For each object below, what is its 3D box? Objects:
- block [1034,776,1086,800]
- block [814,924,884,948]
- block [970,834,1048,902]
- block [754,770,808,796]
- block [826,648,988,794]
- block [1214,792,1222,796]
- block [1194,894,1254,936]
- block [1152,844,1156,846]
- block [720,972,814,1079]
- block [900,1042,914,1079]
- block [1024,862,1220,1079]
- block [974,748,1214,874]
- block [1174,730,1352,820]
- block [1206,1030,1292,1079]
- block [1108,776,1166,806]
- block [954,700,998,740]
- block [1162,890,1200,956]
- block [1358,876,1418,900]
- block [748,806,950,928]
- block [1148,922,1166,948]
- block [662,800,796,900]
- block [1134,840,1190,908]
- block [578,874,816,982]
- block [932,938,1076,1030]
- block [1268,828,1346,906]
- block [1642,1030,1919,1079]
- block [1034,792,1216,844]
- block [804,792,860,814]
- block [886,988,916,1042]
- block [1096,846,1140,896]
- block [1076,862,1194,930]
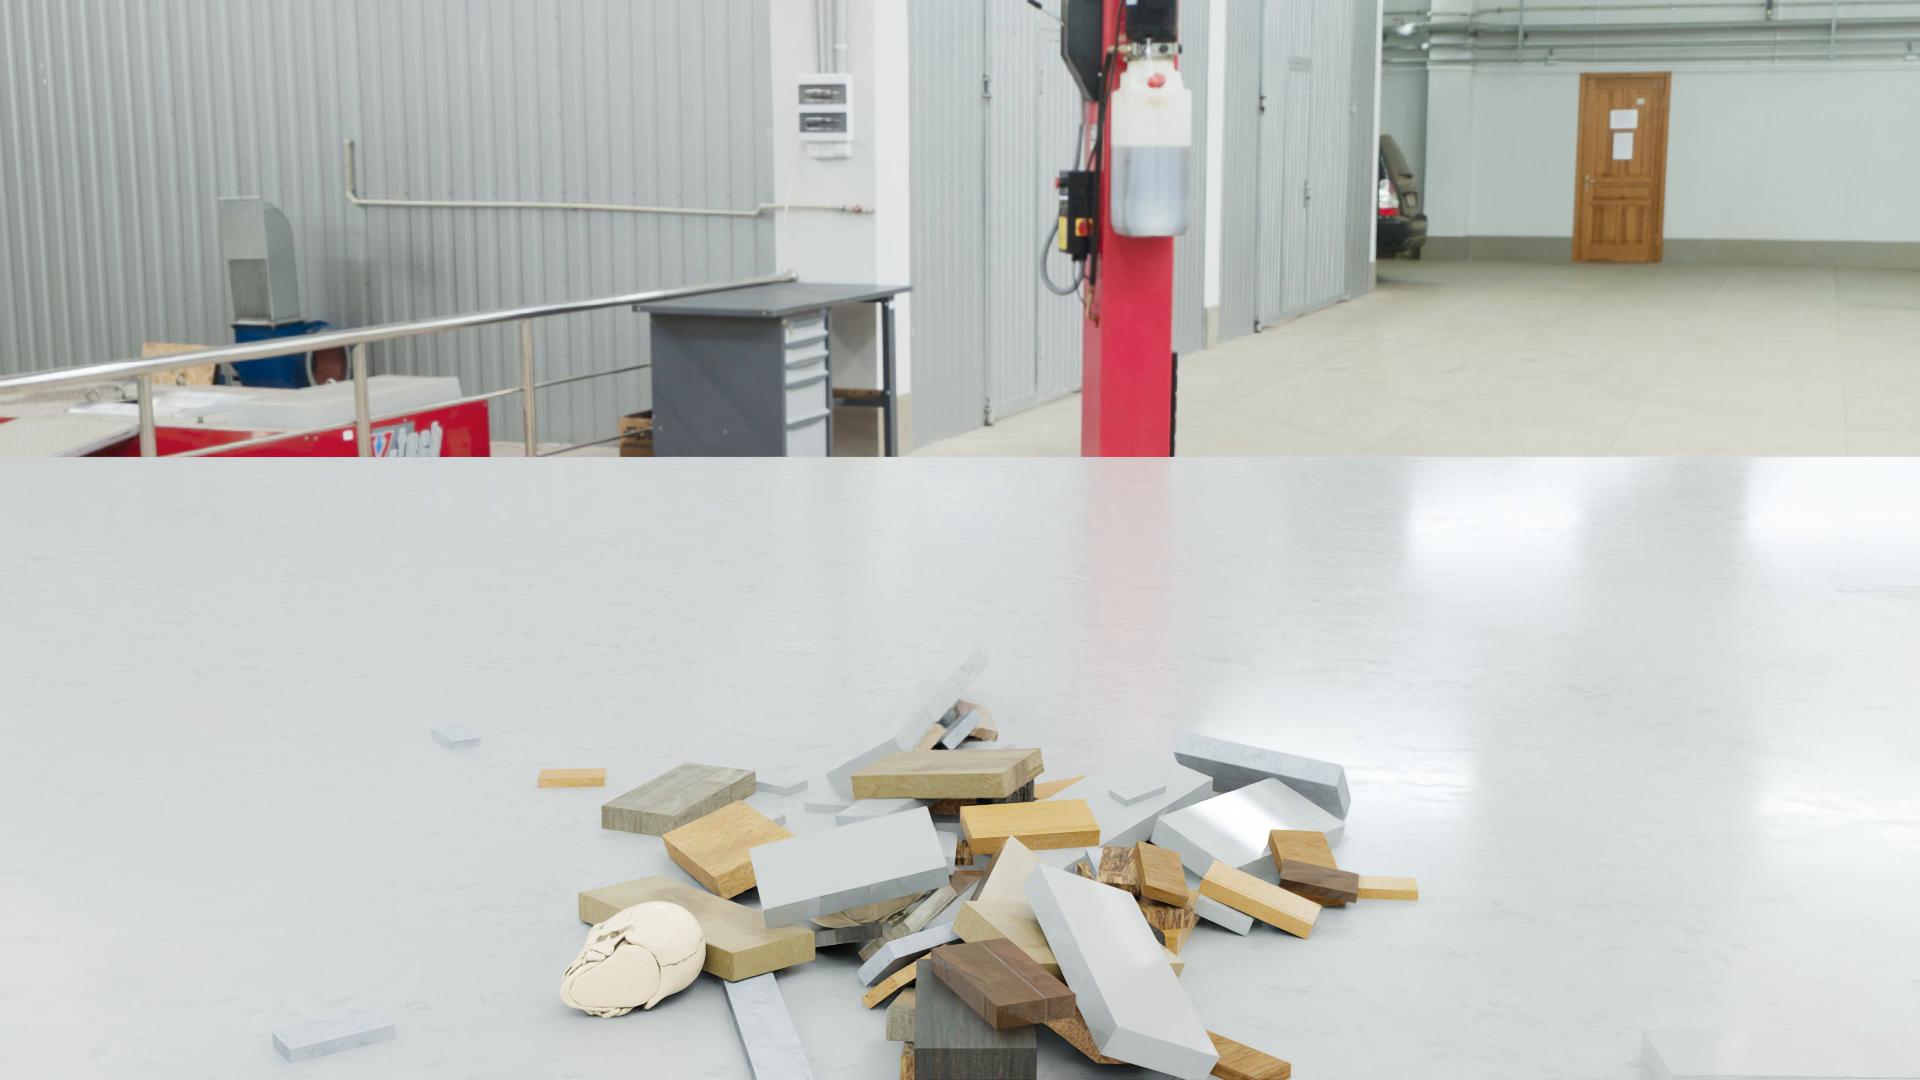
[{"bbox_3d":[0.223,0.482,4.169,0.209,0.030,0.104,-6,12,-28],"label":"block"},{"bbox_3d":[-0.177,0.607,3.371,0.074,0.021,0.149,-4,-11,-21],"label":"block"},{"bbox_3d":[0.102,0.573,3.381,0.165,0.047,0.329,39,15,1],"label":"block"},{"bbox_3d":[-0.366,0.471,4.263,0.128,0.018,0.064,7,13,34],"label":"block"},{"bbox_3d":[-0.093,0.357,4.516,0.154,0.044,0.879,-29,2,14],"label":"block"},{"bbox_3d":[0.549,0.490,4.159,0.270,0.018,0.063,1,11,8],"label":"block"},{"bbox_3d":[0.439,0.580,3.565,0.093,0.026,0.185,23,15,10],"label":"block"},{"bbox_3d":[0.338,0.549,3.851,0.095,0.013,0.047,-10,14,-43],"label":"block"},{"bbox_3d":[-0.259,0.699,3.027,0.074,0.021,0.571,-2,11,-13],"label":"block"},{"bbox_3d":[0.001,0.675,2.861,0.147,0.042,0.294,0,-6,1],"label":"block"},{"bbox_3d":[0.218,0.596,3.061,0.165,0.047,0.385,21,18,-23],"label":"block"},{"bbox_3d":[0.240,0.489,3.847,0.167,0.047,0.465,20,28,36],"label":"block"},{"bbox_3d":[0.559,0.435,4.061,0.308,0.044,0.154,10,-26,22],"label":"block"},{"bbox_3d":[0.283,0.690,3.077,0.072,0.020,0.402,-9,14,-41],"label":"block"},{"bbox_3d":[0.314,0.443,3.886,0.095,0.013,0.047,-15,28,-36],"label":"block"},{"bbox_3d":[0.032,0.377,4.617,0.070,0.020,0.341,13,3,-4],"label":"block"},{"bbox_3d":[0.315,0.605,3.504,0.109,0.031,0.219,3,11,17],"label":"block"},{"bbox_3d":[0.698,0.580,3.671,0.126,0.018,0.063,1,11,7],"label":"block"},{"bbox_3d":[-0.172,0.504,3.395,0.286,0.041,0.143,-12,35,-8],"label":"block"},{"bbox_3d":[0.261,0.597,3.360,0.019,0.067,0.134,-31,40,-28],"label":"block"},{"bbox_3d":[-0.387,0.523,3.733,0.153,0.043,0.305,-23,15,-20],"label":"block"},{"bbox_3d":[0.318,0.528,3.480,0.072,0.020,0.143,17,19,-7],"label":"block"},{"bbox_3d":[-0.416,0.600,3.428,0.153,0.043,0.424,-7,10,-41],"label":"block"},{"bbox_3d":[0.053,0.564,2.810,0.107,0.030,0.214,-4,11,-22],"label":"block"},{"bbox_3d":[0.580,0.547,3.683,0.093,0.026,0.185,4,24,-6],"label":"block"},{"bbox_3d":[1.094,0.705,2.938,0.324,0.041,0.143,0,11,2],"label":"block"},{"bbox_3d":[0.315,0.509,3.974,0.335,0.047,0.167,-2,11,-9],"label":"block"},{"bbox_3d":[-0.221,0.496,4.124,0.128,0.018,0.064,3,11,15],"label":"block"},{"bbox_3d":[-0.014,0.649,3.009,0.147,0.042,0.294,1,-6,4],"label":"block"},{"bbox_3d":[0.257,0.528,3.513,0.067,0.019,0.134,3,17,8],"label":"block"},{"bbox_3d":[0.279,0.569,3.530,0.109,0.031,0.252,-3,11,-15],"label":"block"}]
